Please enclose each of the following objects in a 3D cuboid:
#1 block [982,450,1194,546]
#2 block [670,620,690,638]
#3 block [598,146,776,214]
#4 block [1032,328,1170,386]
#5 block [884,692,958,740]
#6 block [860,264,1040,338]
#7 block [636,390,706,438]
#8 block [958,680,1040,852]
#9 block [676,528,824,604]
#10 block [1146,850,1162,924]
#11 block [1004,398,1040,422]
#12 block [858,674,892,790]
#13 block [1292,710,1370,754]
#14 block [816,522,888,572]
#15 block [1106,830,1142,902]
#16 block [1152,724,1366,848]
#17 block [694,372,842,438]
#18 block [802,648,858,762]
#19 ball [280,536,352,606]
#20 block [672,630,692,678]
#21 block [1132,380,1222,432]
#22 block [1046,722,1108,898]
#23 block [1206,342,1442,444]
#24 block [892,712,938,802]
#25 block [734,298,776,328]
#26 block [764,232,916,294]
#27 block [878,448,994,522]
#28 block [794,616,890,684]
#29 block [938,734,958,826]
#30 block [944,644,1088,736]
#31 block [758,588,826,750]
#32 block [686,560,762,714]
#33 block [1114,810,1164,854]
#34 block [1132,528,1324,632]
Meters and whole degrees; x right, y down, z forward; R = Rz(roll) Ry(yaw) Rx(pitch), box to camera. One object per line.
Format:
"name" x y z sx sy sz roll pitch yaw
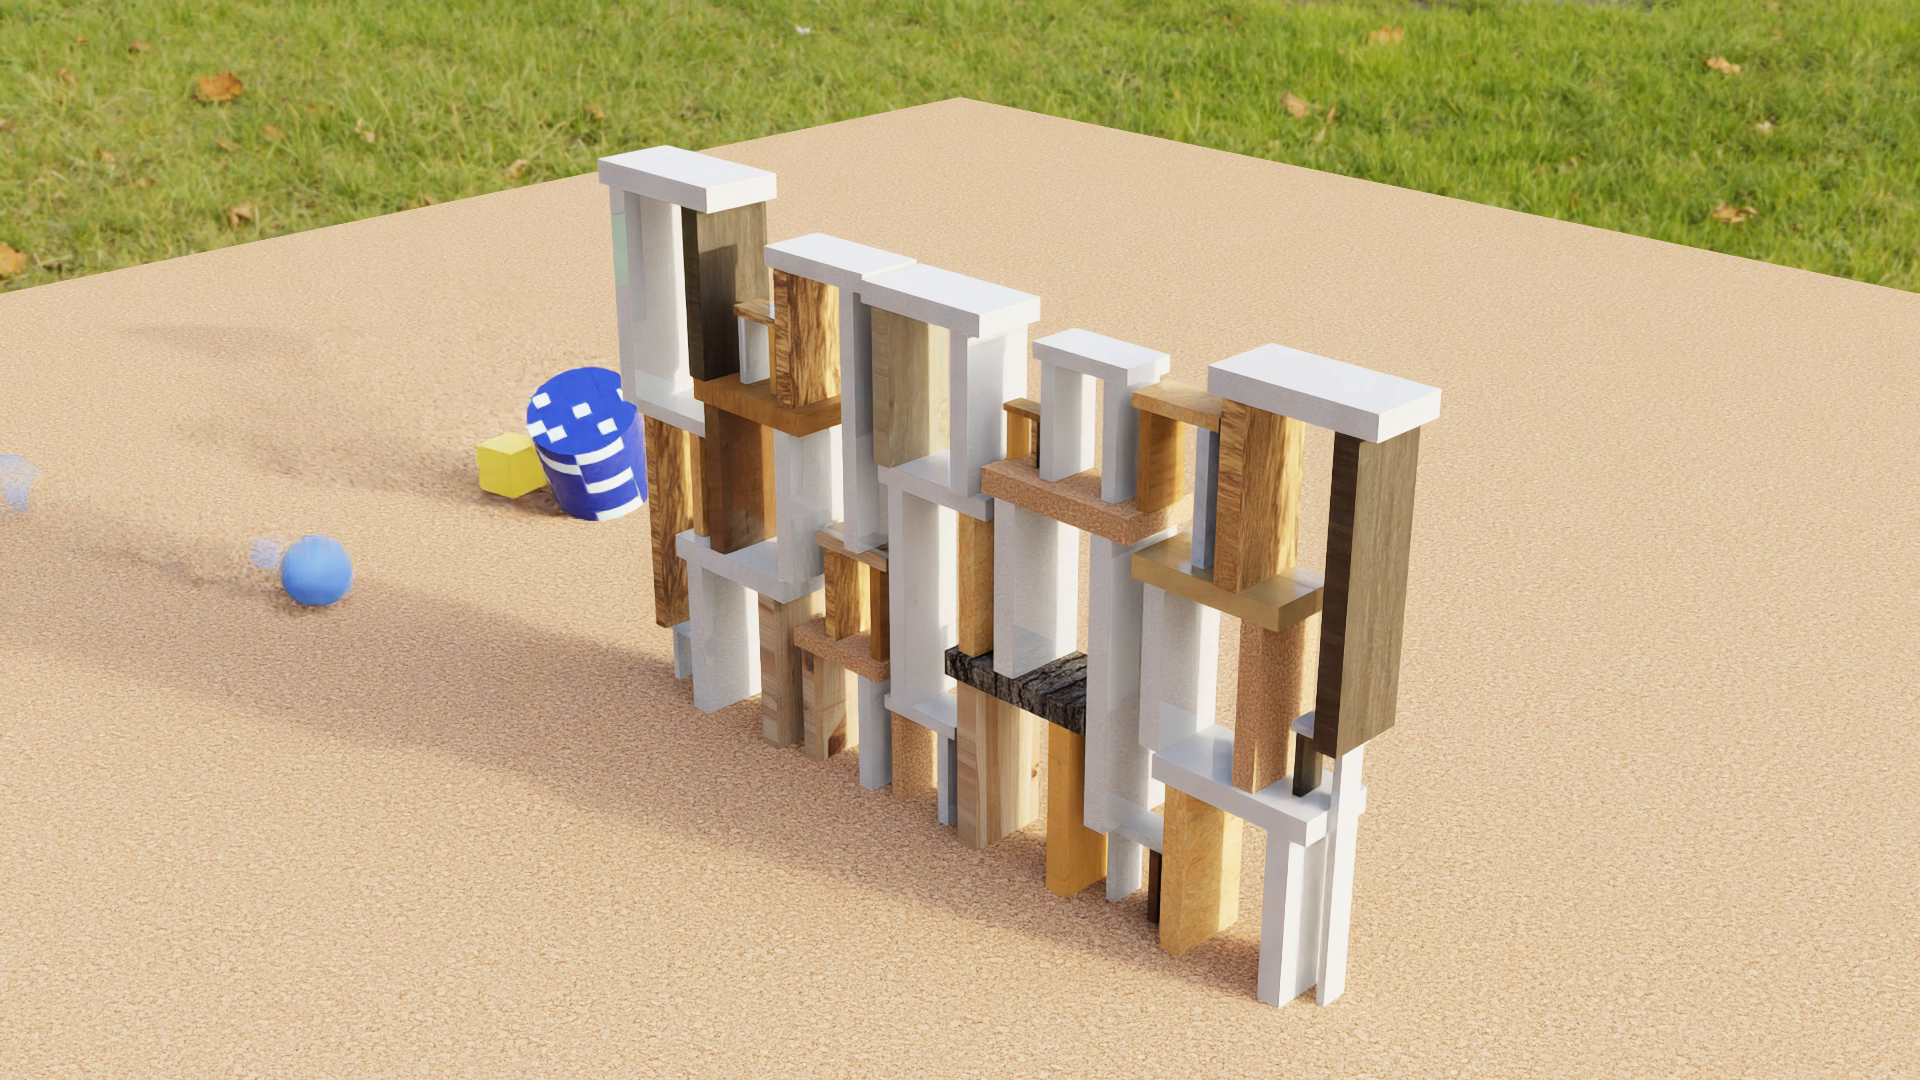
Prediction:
"block" 0.225 -0.086 3.948 0.176 0.050 0.352 -21 31 -40
"block" -0.596 0.200 4.962 0.059 0.017 0.119 -21 31 -41
"block" -0.564 -0.745 4.528 0.180 0.051 0.360 -21 31 -41
"block" 0.245 -0.320 3.829 0.111 0.031 0.221 -21 31 -41
"block" -0.047 0.339 4.411 0.201 0.028 0.100 21 31 41
"block" -0.020 -0.443 4.056 0.157 0.044 0.313 -21 31 -40
"block" -0.578 -0.278 4.739 0.117 0.033 0.234 -21 31 -41
"block" 0.076 0.415 4.322 0.051 0.359 0.180 21 31 41
"block" -0.427 0.035 4.705 0.355 0.050 0.177 21 31 41
"block" 0.383 0.629 4.083 0.022 0.153 0.076 21 31 41
"block" 0.128 -0.237 3.986 0.046 0.013 0.093 -21 31 -40
"block" -0.150 0.378 4.542 0.036 0.257 0.128 21 31 41
"block" 0.622 0.321 3.689 0.059 0.017 0.119 -21 31 -40
"block" -0.182 0.009 4.431 0.204 0.029 0.102 21 31 41
"block" 0.311 0.601 4.149 0.076 0.153 0.022 -21 31 -41
"block" 0.518 0.423 3.836 0.338 0.048 0.169 21 31 41
"block" -0.378 -0.293 4.508 0.165 0.047 0.330 -21 31 -41
"block" -0.271 0.330 4.654 0.036 0.257 0.128 21 31 41
"ball" -1.570 0.075 5.366 0.170 0.170 0.170 0 23 0
"block" -0.624 0.252 5.015 0.017 0.119 0.059 21 31 41
"block" 0.392 -0.227 3.707 0.186 0.026 0.093 21 31 40
"block" 0.245 0.481 4.167 0.051 0.359 0.180 21 31 41
"block" 0.576 -0.237 3.496 0.166 0.047 0.332 -21 31 -41
"block" -0.093 0.426 4.500 0.028 0.201 0.100 21 31 40
"block" -0.386 -0.458 4.450 0.071 0.020 0.141 -21 31 -40
"block" -0.233 -0.536 4.250 0.282 0.040 0.141 21 31 40
"block" -0.005 -0.112 4.185 0.288 0.041 0.144 21 31 40
"block" -0.210 0.219 4.541 0.256 0.036 0.128 21 31 41
"block" 0.001 0.463 4.412 0.028 0.201 0.100 21 31 41
"block" 0.161 0.260 4.164 0.359 0.051 0.180 21 31 41
"block" -0.343 0.254 4.707 0.050 0.355 0.177 21 31 41
"block" -0.510 0.189 4.861 0.050 0.355 0.177 21 31 41
"block" 0.346 0.534 4.082 0.077 0.022 0.153 -21 31 -41
"block" 0.464 0.066 3.751 0.316 0.045 0.158 21 31 41
